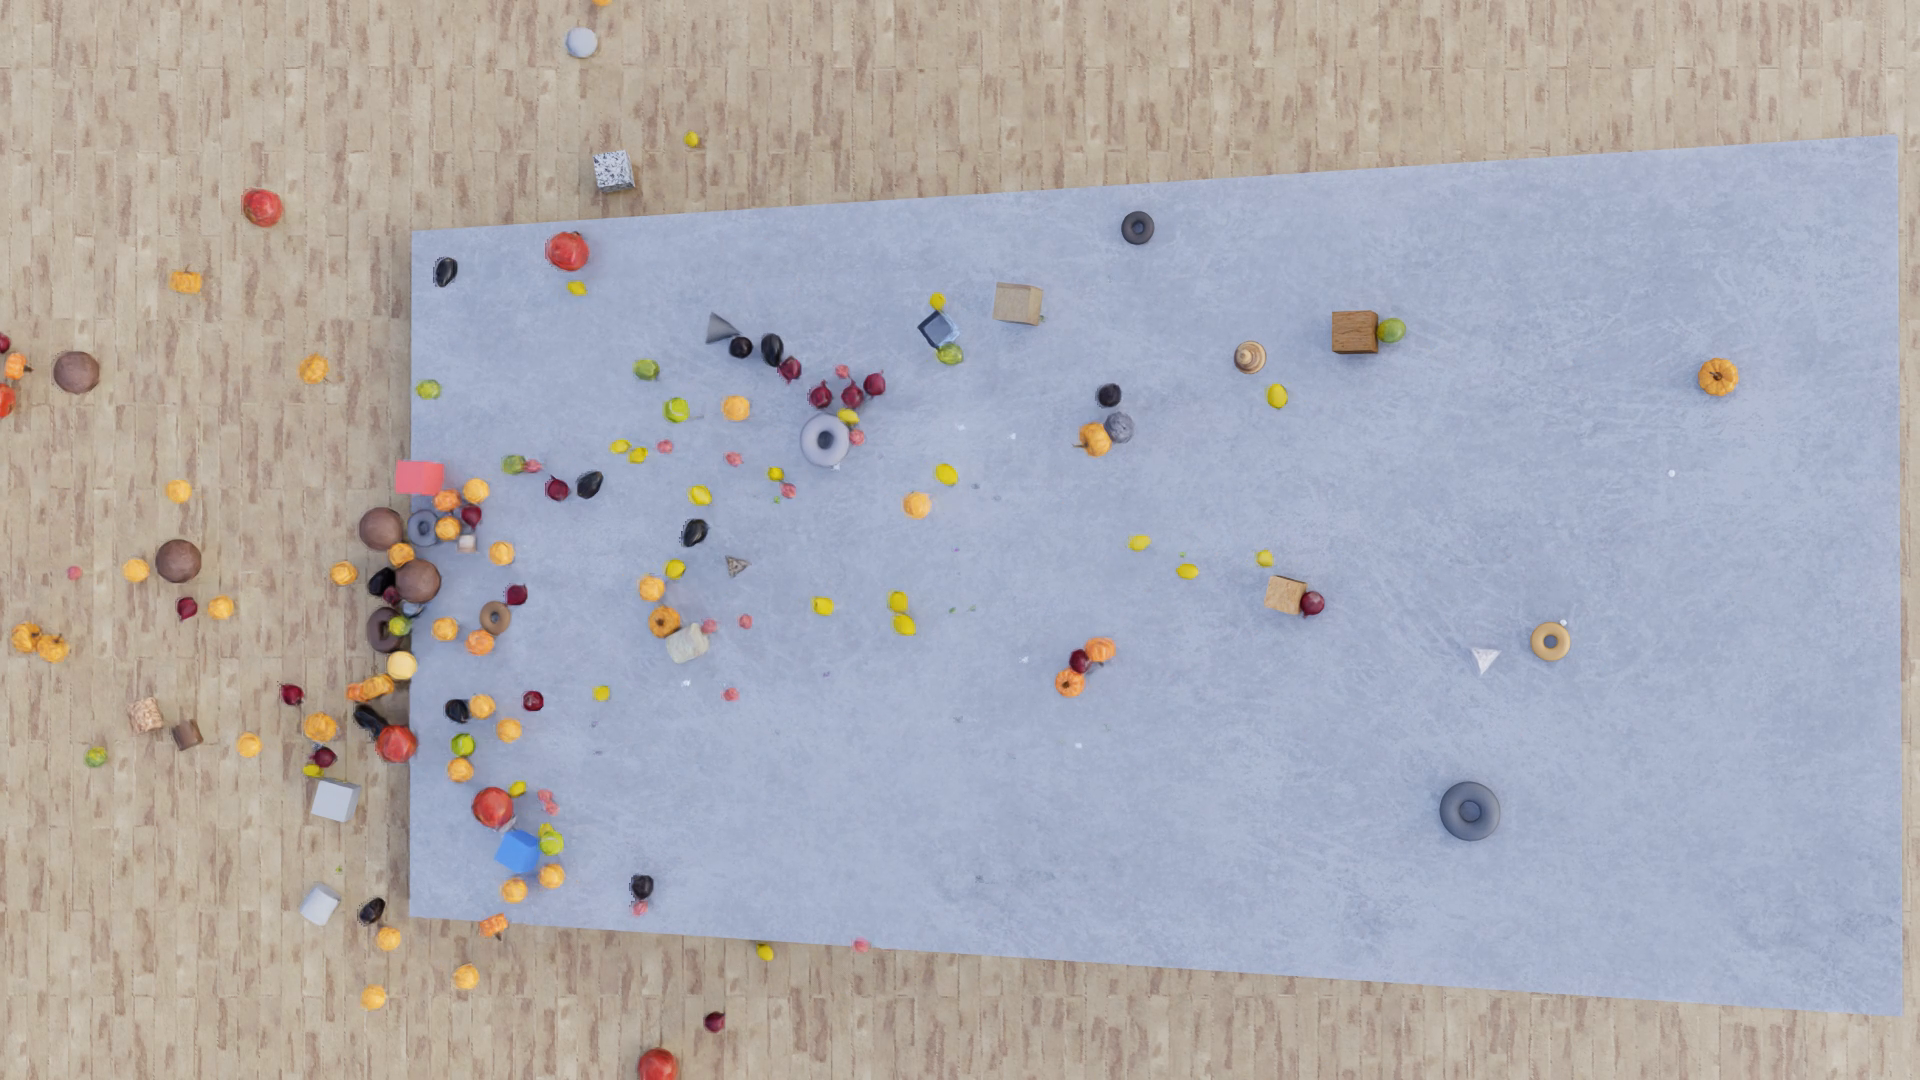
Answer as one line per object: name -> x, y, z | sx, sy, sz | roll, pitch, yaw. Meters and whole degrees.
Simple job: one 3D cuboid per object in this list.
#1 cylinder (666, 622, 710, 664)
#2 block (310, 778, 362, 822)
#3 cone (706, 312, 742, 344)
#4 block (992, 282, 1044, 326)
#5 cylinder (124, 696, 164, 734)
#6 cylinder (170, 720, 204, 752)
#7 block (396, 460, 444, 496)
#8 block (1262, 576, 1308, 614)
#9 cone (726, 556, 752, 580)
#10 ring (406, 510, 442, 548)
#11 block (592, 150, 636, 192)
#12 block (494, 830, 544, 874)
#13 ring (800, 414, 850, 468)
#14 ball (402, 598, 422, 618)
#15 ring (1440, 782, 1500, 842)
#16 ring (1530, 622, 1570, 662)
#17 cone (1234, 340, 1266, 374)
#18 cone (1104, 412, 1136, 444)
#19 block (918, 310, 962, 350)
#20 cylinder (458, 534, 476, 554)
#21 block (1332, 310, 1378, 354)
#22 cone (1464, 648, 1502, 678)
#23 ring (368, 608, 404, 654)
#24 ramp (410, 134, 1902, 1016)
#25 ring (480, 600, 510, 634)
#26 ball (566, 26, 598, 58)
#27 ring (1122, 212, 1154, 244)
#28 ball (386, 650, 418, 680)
cylinder -> -0.748, 0.285, 6.040 | 0.086, 0.086, 0.086 | -29, 89, 21
block -> -1.829, 0.762, 6.452 | 0.100, 0.100, 0.100 | 16, 89, 0
cone -> -0.644, -0.576, 6.035 | 0.093, 0.093, 0.093 | 10, 89, -6
block -> 0.150, -0.612, 5.702 | 0.095, 0.095, 0.095 | 8, 92, 21
cylinder -> -2.396, 0.516, 6.460 | 0.089, 0.089, 0.089 | -18, 89, 0
cylinder -> -2.273, 0.575, 6.468 | 0.073, 0.073, 0.073 | -24, 89, 0
block -> -1.562, -0.180, 6.355 | 0.094, 0.094, 0.094 | 4, 91, 21
block -> 0.807, 0.135, 5.449 | 0.079, 0.079, 0.079 | 16, 95, 20
cone -> -0.602, 0.070, 6.017 | 0.065, 0.065, 0.065 | -12, 89, -6
ring -> -1.555, -0.033, 6.381 | 0.114, 0.038, 0.114 | 0, 89, 22
block -> -1.019, -1.085, 6.478 | 0.096, 0.096, 0.096 | -10, 89, 0
block -> -1.247, 0.881, 6.225 | 0.084, 0.084, 0.084 | 29, 99, 19
ring -> -0.362, -0.269, 5.920 | 0.146, 0.049, 0.146 | 0, 90, 20
ball -> -1.589, 0.198, 6.379 | 0.058, 0.058, 0.058 | 0, 89, 0
ring -> 1.228, 0.654, 5.296 | 0.145, 0.048, 0.145 | 1, 94, 22
ring -> 1.408, 0.242, 5.243 | 0.094, 0.031, 0.094 | 0, 90, 20
cone -> 0.714, -0.459, 5.489 | 0.085, 0.085, 0.085 | 0, 89, 21
cone -> 0.396, -0.276, 5.599 | 0.083, 0.083, 0.083 | 5, 107, 17
block -> -0.054, -0.554, 5.793 | 0.071, 0.071, 0.071 | -39, 76, 16
cylinder -> -1.418, 0.012, 6.317 | 0.052, 0.052, 0.052 | 0, 84, 0
block -> 0.968, -0.508, 5.386 | 0.096, 0.096, 0.096 | 0, 89, 21
cone -> 1.269, 0.280, 5.293 | 0.078, 0.078, 0.078 | -20, 89, -7
ring -> -1.683, 0.266, 6.444 | 0.137, 0.046, 0.137 | 0, 89, 33
ramp -> 0.282, 0.088, 5.747 | 4.000, 0.100, 2.000 | 0, 89, 21
ring -> -1.331, 0.223, 6.294 | 0.098, 0.033, 0.098 | 1, 93, 20
ball -> -1.116, -1.468, 6.486 | 0.090, 0.090, 0.090 | 0, 89, 0
ring -> 0.455, -0.798, 5.623 | 0.087, 0.029, 0.087 | 0, 90, 20
ball -> -1.617, 0.363, 6.373 | 0.087, 0.087, 0.087 | 0, 89, 0
